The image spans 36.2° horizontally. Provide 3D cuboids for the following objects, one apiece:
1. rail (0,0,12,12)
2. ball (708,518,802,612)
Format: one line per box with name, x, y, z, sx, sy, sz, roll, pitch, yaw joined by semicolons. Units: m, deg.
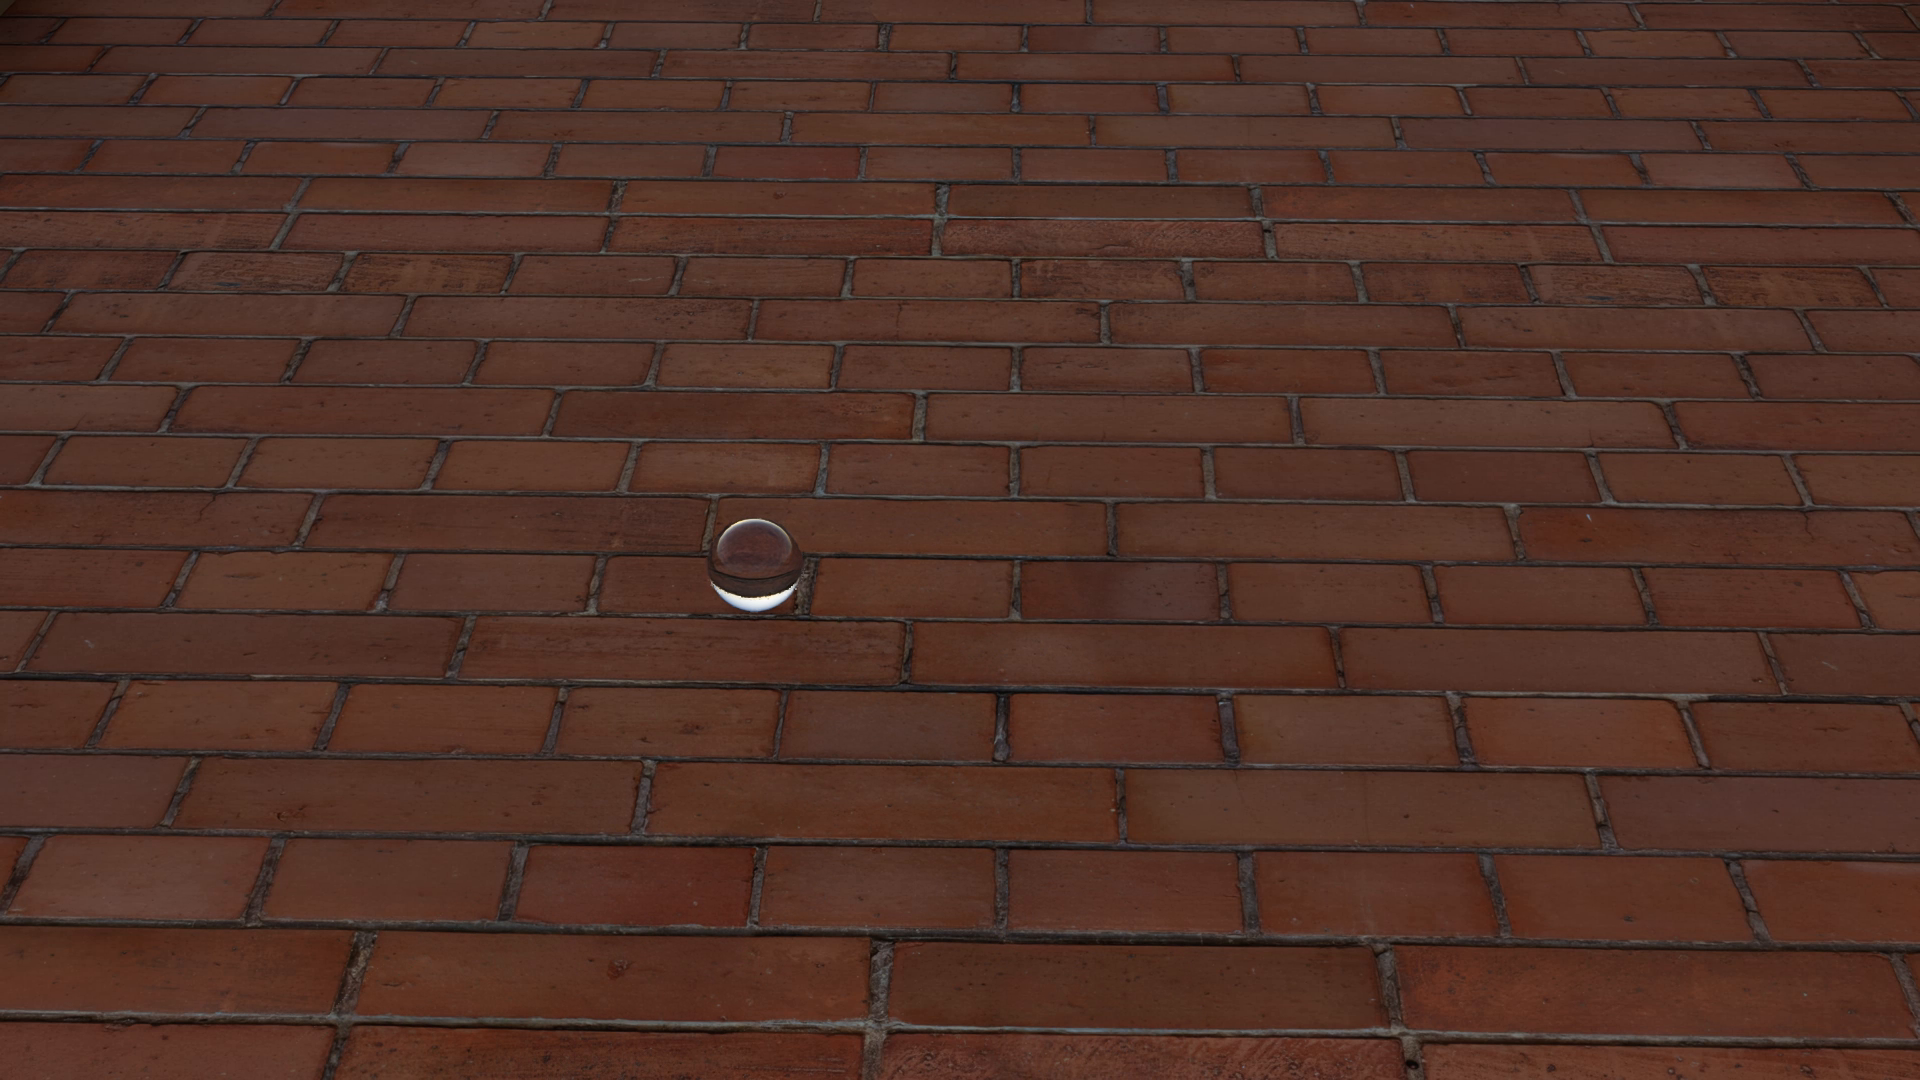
rail;-0.861;-0.450;2.500;0.045;0.128;3.436;1;29;1
ball;-0.120;0.014;1.726;0.055;0.055;0.055;0;29;0
